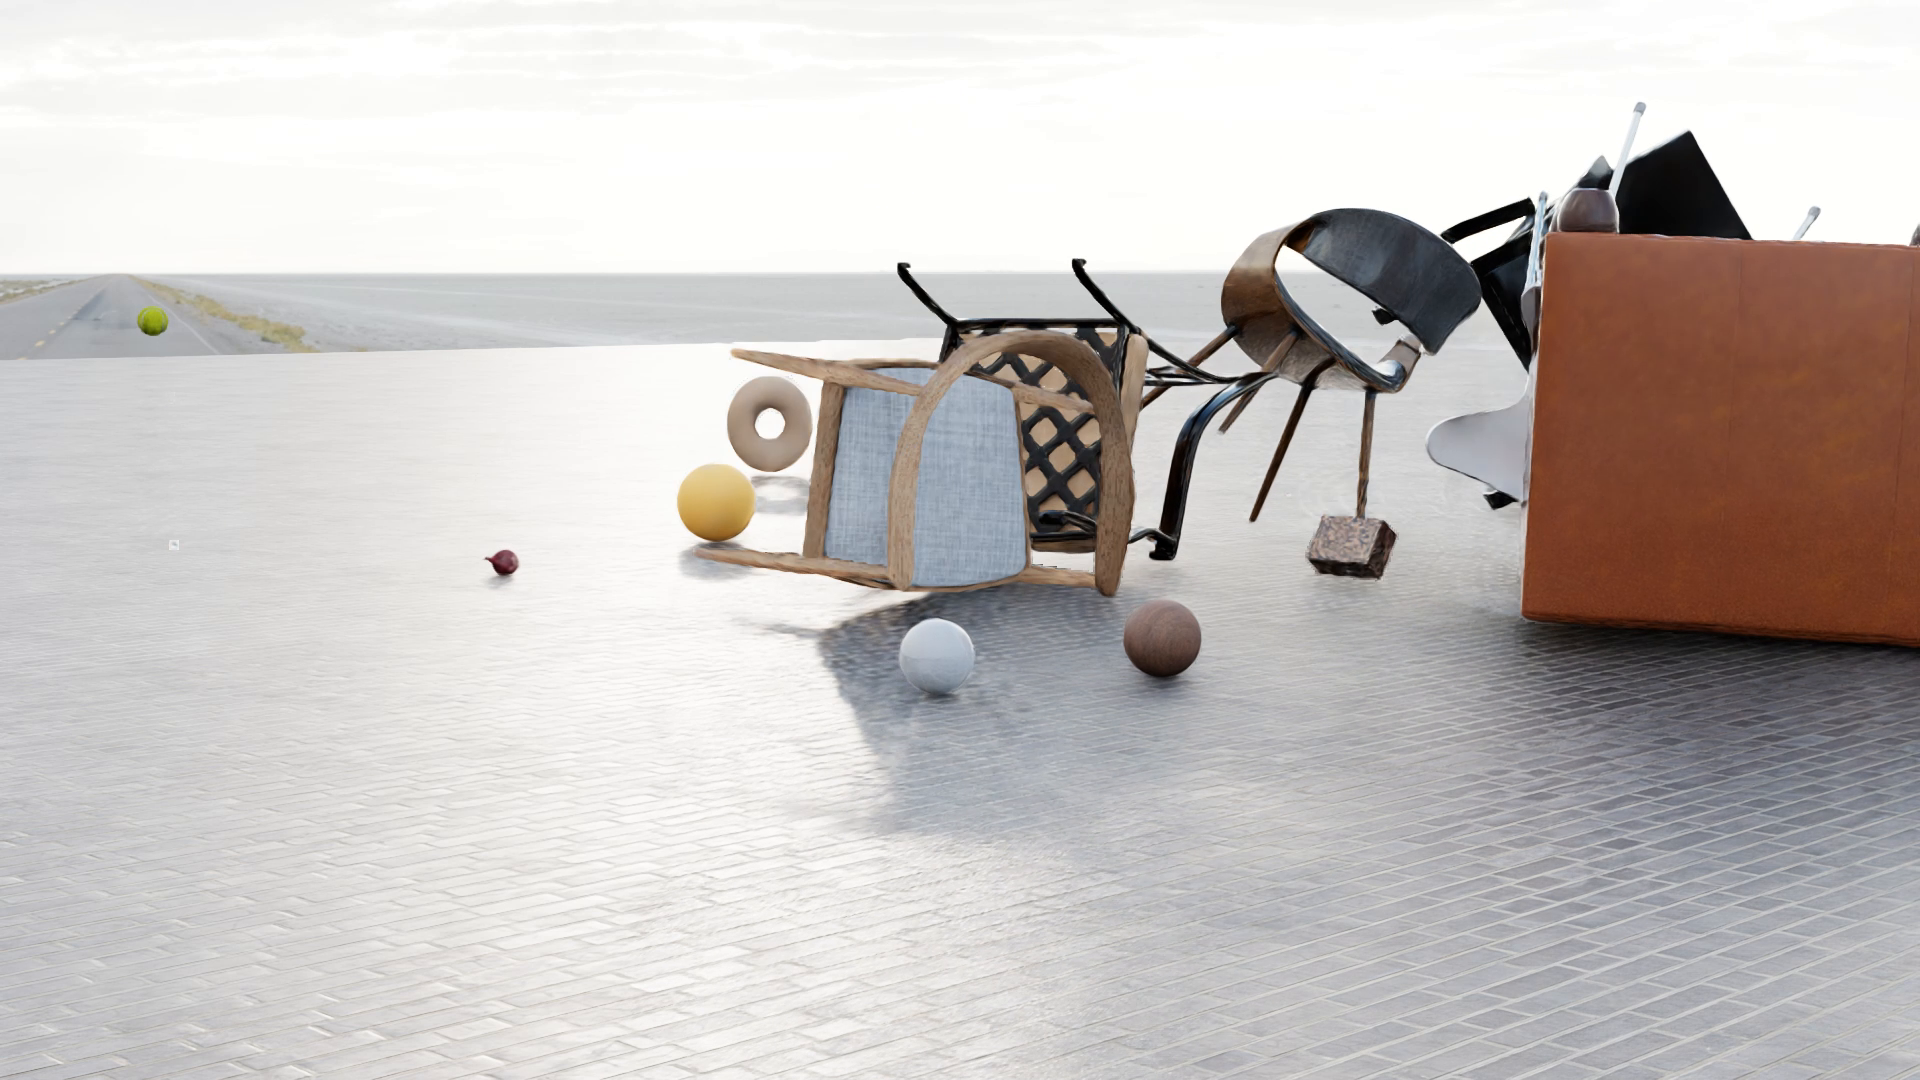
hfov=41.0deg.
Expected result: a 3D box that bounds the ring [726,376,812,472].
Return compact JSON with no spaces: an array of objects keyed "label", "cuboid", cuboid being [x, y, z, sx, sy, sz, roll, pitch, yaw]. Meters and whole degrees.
[{"label":"ring","cuboid":[-0.630,-0.385,8.508,0.288,0.333,0.114,-7,21,-8]}]

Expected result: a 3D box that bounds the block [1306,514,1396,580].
[{"label":"block","cuboid":[0.846,0.015,5.543,0.154,0.109,0.069,5,-27,41]}]

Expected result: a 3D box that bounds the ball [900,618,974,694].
[{"label":"ball","cuboid":[-0.036,0.184,4.047,0.119,0.119,0.119,0,6,0]}]

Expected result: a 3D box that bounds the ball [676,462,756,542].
[{"label":"ball","cuboid":[-0.605,-0.095,6.370,0.197,0.197,0.197,0,6,0]}]
